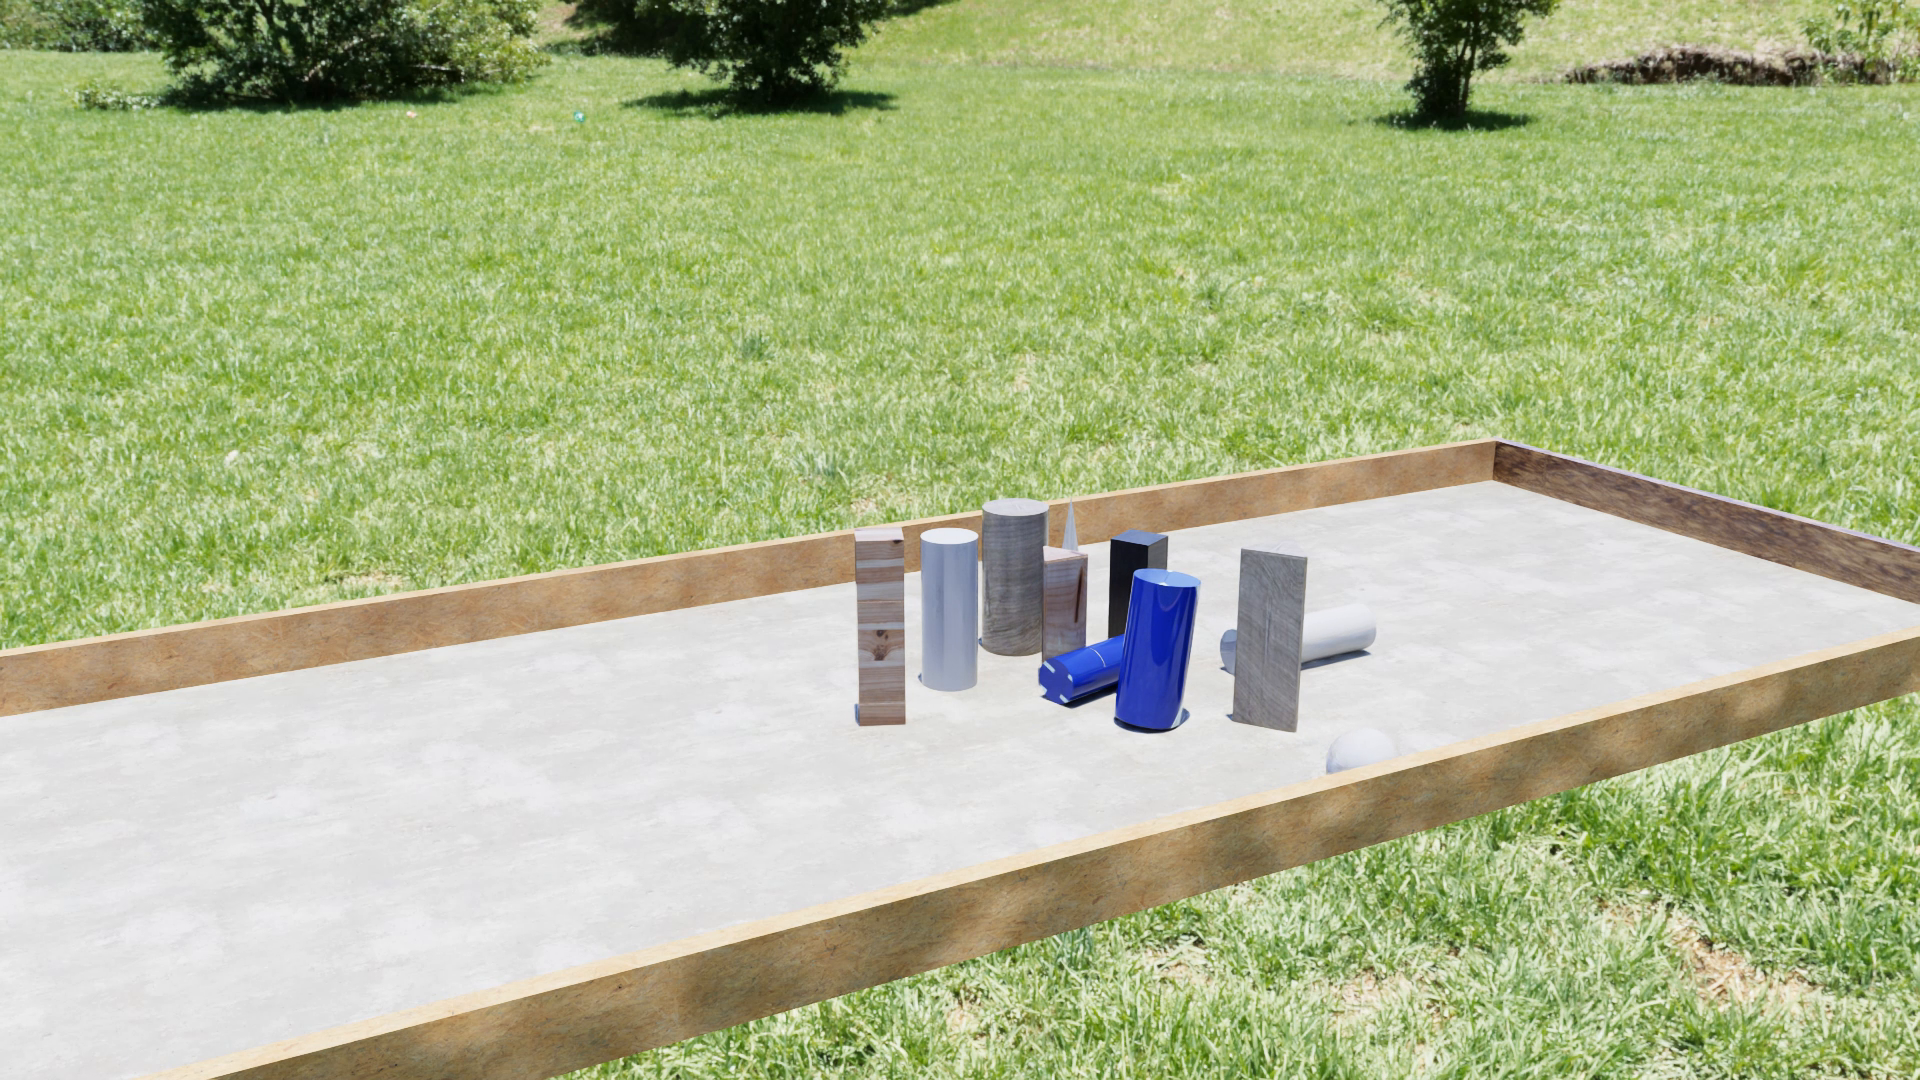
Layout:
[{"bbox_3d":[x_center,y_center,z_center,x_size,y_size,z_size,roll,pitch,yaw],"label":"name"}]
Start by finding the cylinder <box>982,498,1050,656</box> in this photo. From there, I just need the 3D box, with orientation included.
[{"bbox_3d":[0.145,0.097,4.345,0.174,0.383,0.174,0,16,0],"label":"cylinder"}]

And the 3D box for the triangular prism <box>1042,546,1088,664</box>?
[{"bbox_3d":[0.237,0.188,4.125,0.123,0.332,0.107,-9,19,-27],"label":"triangular prism"}]

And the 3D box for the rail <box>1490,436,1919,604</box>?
[{"bbox_3d":[2.466,-0.048,5.253,0.050,0.150,2.100,-9,18,-27],"label":"rail"}]

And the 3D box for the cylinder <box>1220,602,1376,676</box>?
[{"bbox_3d":[0.876,0.256,4.263,0.418,0.124,0.124,-9,19,-28],"label":"cylinder"}]

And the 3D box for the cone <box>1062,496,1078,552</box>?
[{"bbox_3d":[0.309,0.039,4.625,0.102,0.337,0.102,0,16,0],"label":"cone"}]

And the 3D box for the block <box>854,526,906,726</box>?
[{"bbox_3d":[-0.187,0.203,3.859,0.109,0.453,0.109,-2,16,-5],"label":"block"}]

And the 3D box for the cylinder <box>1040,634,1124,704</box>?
[{"bbox_3d":[0.394,0.300,4.130,0.438,0.114,0.114,-14,22,-40],"label":"cylinder"}]

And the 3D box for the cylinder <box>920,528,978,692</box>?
[{"bbox_3d":[-0.026,0.172,4.092,0.142,0.381,0.142,0,16,0],"label":"cylinder"}]

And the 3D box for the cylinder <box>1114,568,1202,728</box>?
[{"bbox_3d":[0.461,0.253,3.857,0.158,0.342,0.158,6,13,-1],"label":"cylinder"}]

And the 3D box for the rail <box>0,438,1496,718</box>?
[{"bbox_3d":[-3.305,0.497,3.399,12.000,0.150,0.050,-9,18,-27],"label":"rail"}]

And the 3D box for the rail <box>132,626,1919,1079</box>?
[{"bbox_3d":[-2.336,1.006,1.665,12.000,0.150,0.050,-9,18,-27],"label":"rail"}]

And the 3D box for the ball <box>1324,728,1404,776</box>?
[{"bbox_3d":[0.847,0.474,3.453,0.164,0.164,0.164,0,16,0],"label":"ball"}]

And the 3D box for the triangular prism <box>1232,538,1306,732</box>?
[{"bbox_3d":[0.743,0.216,3.860,0.154,0.428,0.134,8,18,27],"label":"triangular prism"}]

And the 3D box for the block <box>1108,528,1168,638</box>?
[{"bbox_3d":[0.469,0.138,4.349,0.112,0.303,0.112,11,20,33],"label":"block"}]
